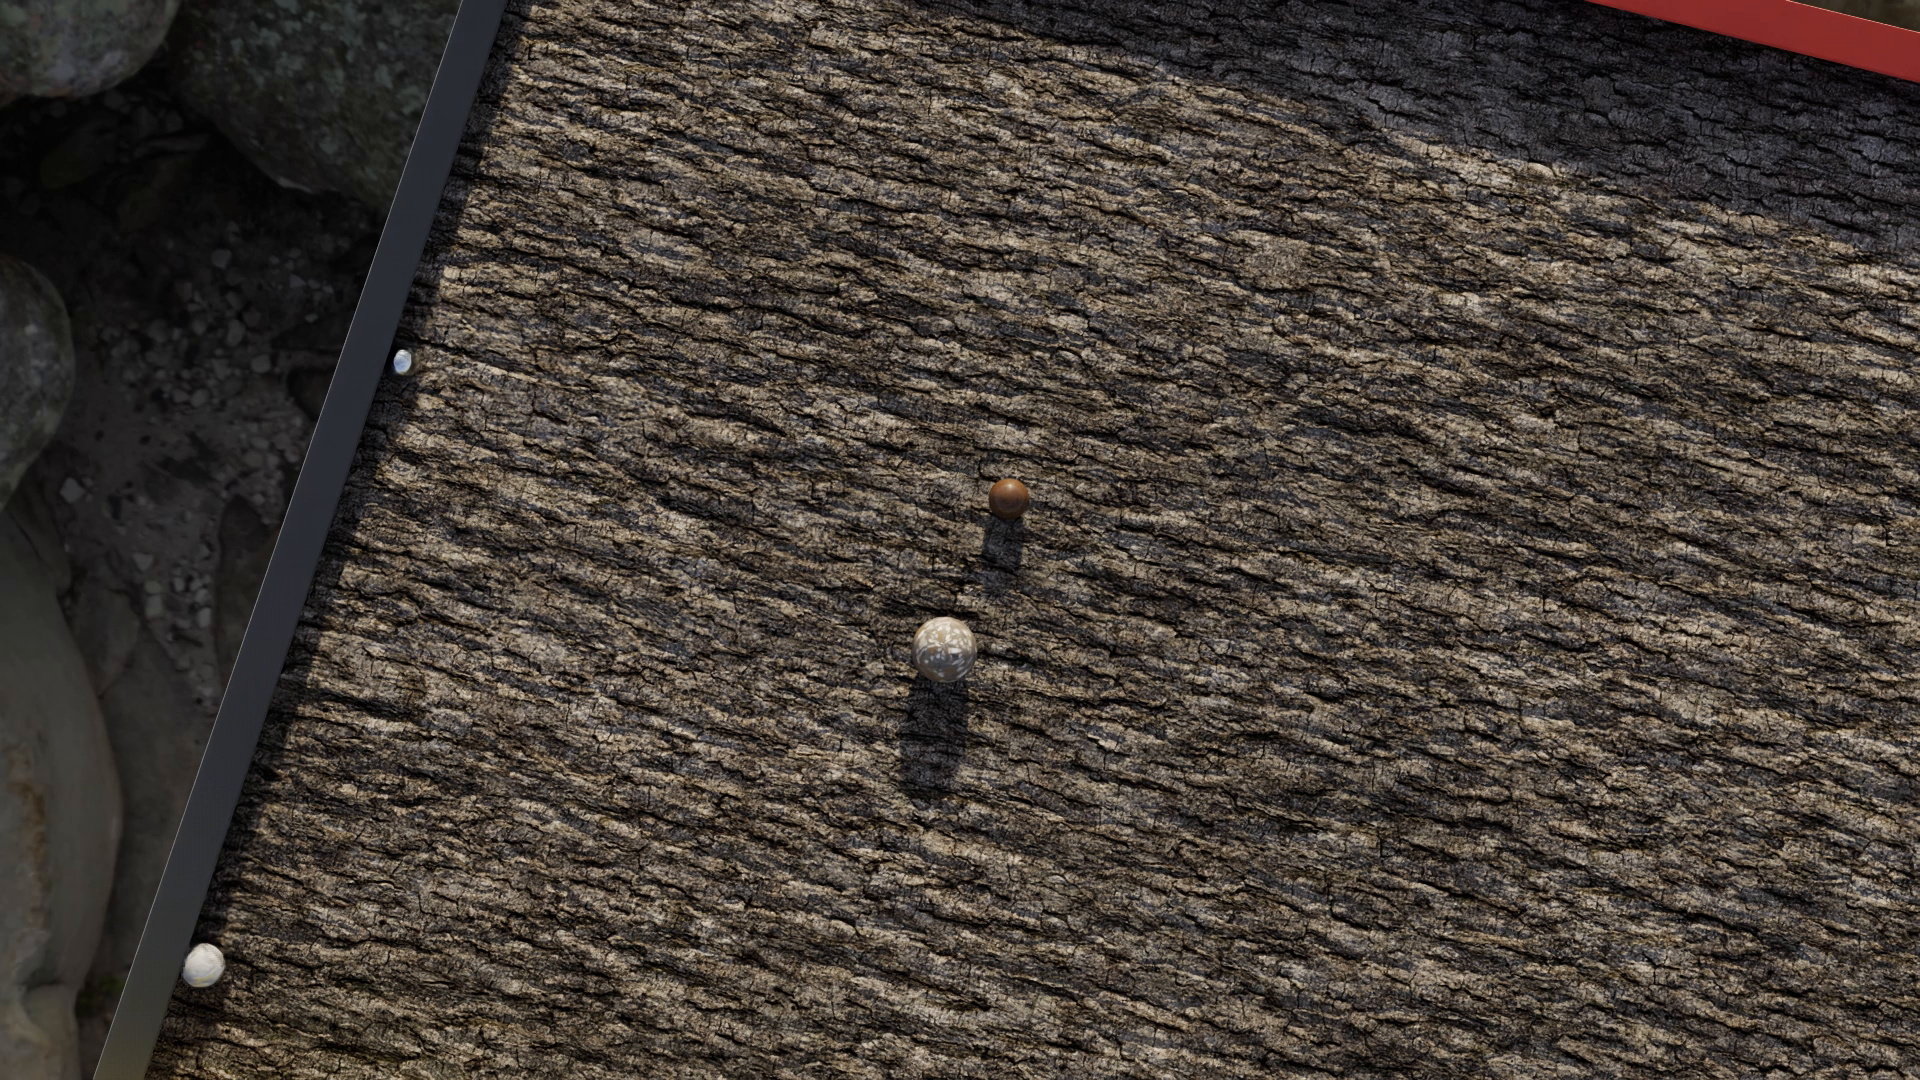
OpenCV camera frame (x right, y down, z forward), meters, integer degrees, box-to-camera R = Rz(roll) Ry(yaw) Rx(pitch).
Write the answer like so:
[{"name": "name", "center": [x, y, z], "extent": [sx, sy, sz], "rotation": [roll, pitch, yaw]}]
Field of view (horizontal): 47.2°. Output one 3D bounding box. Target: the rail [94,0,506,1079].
[{"name": "rail", "center": [-0.902, -0.244, 3.328], "extent": [0.045, 0.128, 2.270], "rotation": [15, 78, 3]}]

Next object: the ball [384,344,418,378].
[{"name": "ball", "center": [-0.858, -0.274, 3.374], "extent": [0.053, 0.053, 0.053], "rotation": [0, 78, 0]}]

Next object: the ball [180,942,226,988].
[{"name": "ball", "center": [-1.095, 0.615, 3.179], "extent": [0.063, 0.063, 0.063], "rotation": [0, 78, 0]}]

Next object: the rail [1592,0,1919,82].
[{"name": "rail", "center": [1.214, -0.812, 3.449], "extent": [3.832, 0.128, 0.045], "rotation": [15, 78, 3]}]

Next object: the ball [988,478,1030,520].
[{"name": "ball", "center": [0.074, -0.062, 3.324], "extent": [0.063, 0.063, 0.063], "rotation": [0, 78, 0]}]

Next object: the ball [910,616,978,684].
[{"name": "ball", "center": [-0.023, 0.163, 3.257], "extent": [0.099, 0.099, 0.099], "rotation": [0, 78, 0]}]
